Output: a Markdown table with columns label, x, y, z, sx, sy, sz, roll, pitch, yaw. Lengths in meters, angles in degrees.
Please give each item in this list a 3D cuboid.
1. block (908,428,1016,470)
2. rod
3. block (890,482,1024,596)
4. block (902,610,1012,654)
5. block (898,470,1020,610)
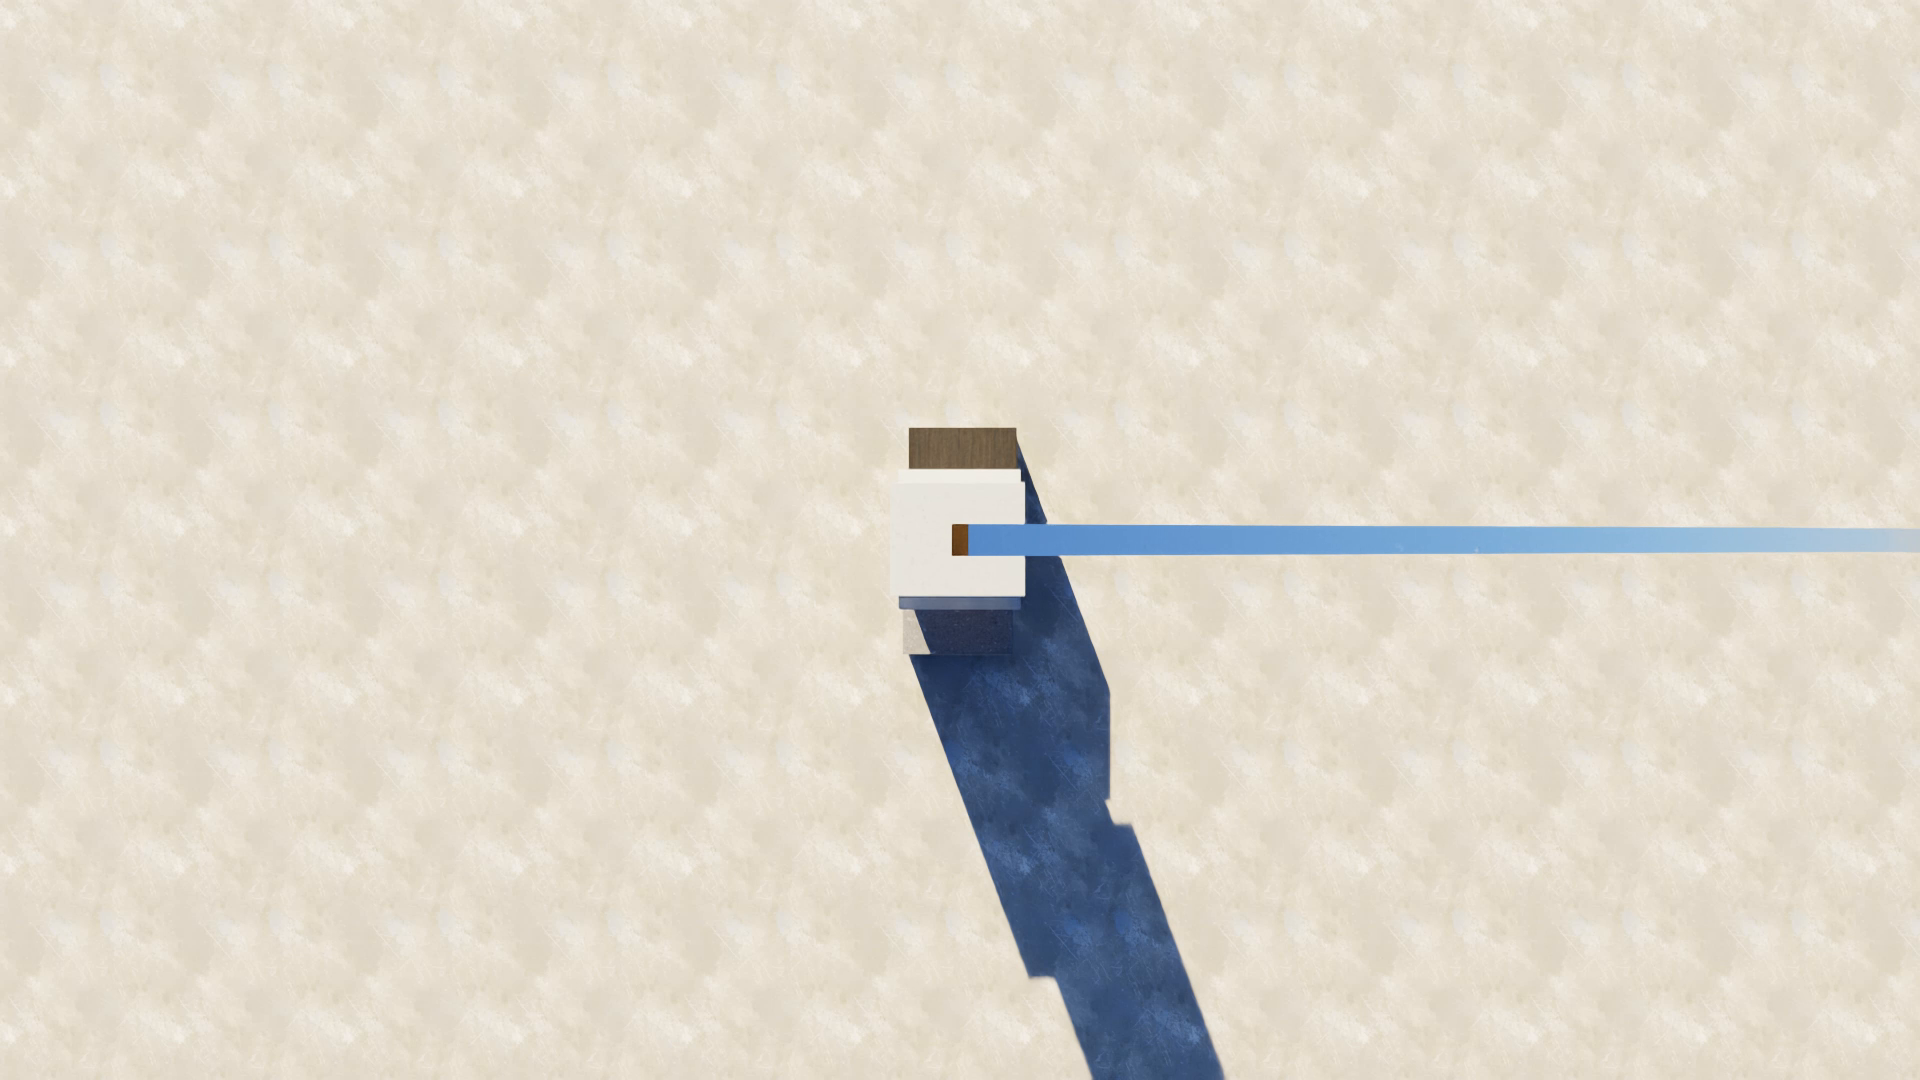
| label | x | y | z | sx | sy | sz | roll | pitch | yaw |
| --- | --- | --- | --- | --- | --- | --- | --- | --- | --- |
| block | 0.015 | -0.318 | 12.727 | 0.613 | 0.546 | 0.642 | 0 | 90 | 0 |
| rod | 2.212 | 0.000 | 6.851 | 5.200 | 0.080 | 0.080 | 0 | 90 | -32 |
| block | -0.012 | -0.004 | 10.756 | 0.643 | 0.564 | 0.542 | 0 | 90 | 0 |
| block | -0.013 | 0.326 | 12.652 | 0.615 | 0.696 | 0.625 | 0 | 90 | 0 |
| block | -0.003 | -0.002 | 11.353 | 0.612 | 0.631 | 0.703 | 0 | 90 | 0 |
